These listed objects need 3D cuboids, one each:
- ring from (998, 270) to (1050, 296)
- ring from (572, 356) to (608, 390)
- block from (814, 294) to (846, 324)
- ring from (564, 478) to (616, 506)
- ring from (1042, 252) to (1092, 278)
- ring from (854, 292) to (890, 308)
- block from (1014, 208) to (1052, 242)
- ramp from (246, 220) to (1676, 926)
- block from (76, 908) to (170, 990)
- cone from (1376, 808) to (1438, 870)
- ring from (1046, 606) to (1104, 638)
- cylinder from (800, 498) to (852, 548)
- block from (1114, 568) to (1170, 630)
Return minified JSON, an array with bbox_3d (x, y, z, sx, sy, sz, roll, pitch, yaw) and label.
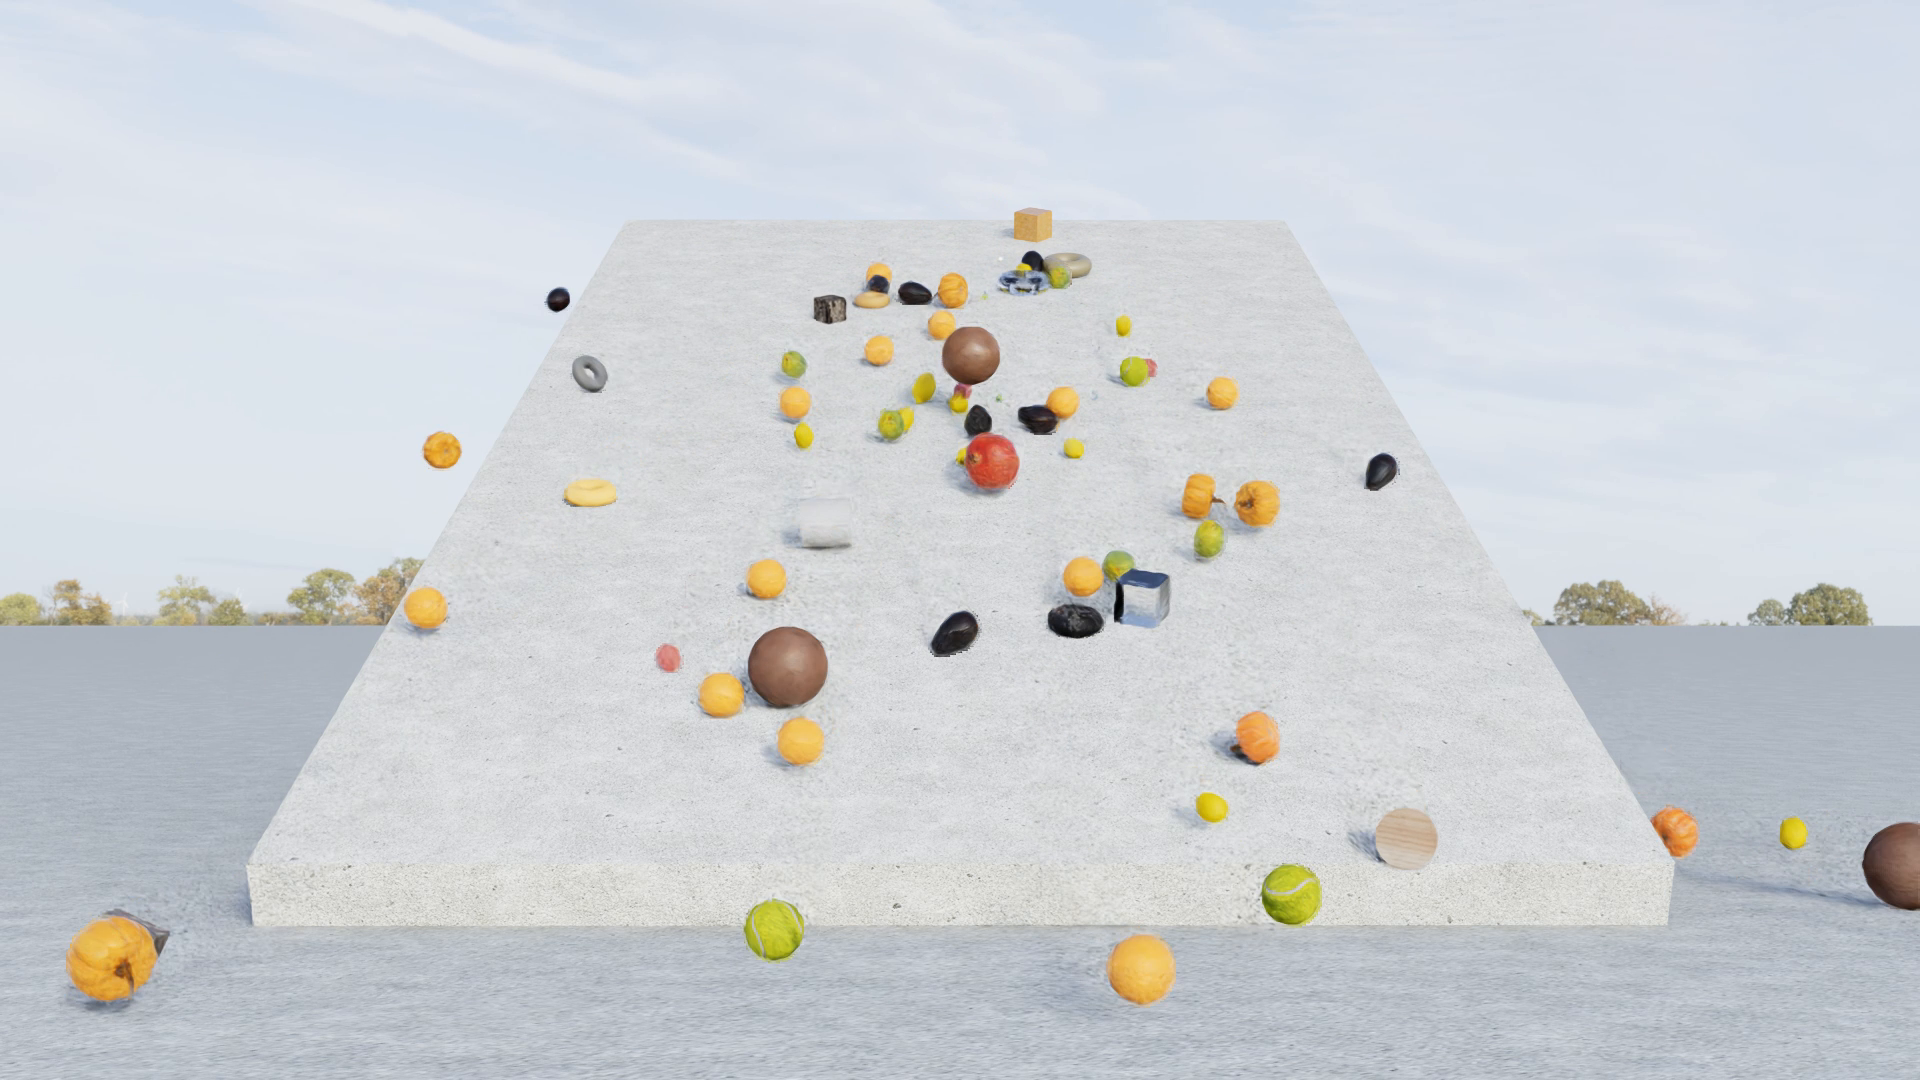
[{"bbox_3d":[0.172,-0.691,6.123,0.143,0.048,0.143,1,20,0],"label":"ring"},{"bbox_3d":[-0.855,-0.385,5.261,0.091,0.091,0.030,2,-27,-42],"label":"ring"},{"bbox_3d":[-0.332,-0.591,5.840,0.060,0.060,0.060,-17,27,-38],"label":"block"},{"bbox_3d":[-0.741,-0.095,4.574,0.105,0.035,0.105,1,20,0],"label":"ring"},{"bbox_3d":[0.295,-0.759,6.303,0.140,0.047,0.140,0,22,0],"label":"ring"},{"bbox_3d":[-0.230,-0.629,5.981,0.094,0.031,0.094,1,20,0],"label":"ring"},{"bbox_3d":[0.214,-0.925,6.689,0.080,0.080,0.080,14,25,32],"label":"block"},{"bbox_3d":[-0.006,-0.214,5.078,2.000,0.100,4.000,0,21,0],"label":"ramp"},{"bbox_3d":[-0.944,0.462,2.574,0.065,0.065,0.065,26,-7,-3],"label":"block"},{"bbox_3d":[0.635,0.422,3.220,0.087,0.087,0.087,-1,-7,18],"label":"cone"},{"bbox_3d":[0.200,0.141,3.964,0.098,0.033,0.098,1,20,0],"label":"ring"},{"bbox_3d":[-0.253,-0.033,4.325,0.092,0.092,0.092,-3,-2,1],"label":"cylinder"},{"bbox_3d":[0.320,0.103,4.002,0.075,0.075,0.075,9,23,22],"label":"block"}]
